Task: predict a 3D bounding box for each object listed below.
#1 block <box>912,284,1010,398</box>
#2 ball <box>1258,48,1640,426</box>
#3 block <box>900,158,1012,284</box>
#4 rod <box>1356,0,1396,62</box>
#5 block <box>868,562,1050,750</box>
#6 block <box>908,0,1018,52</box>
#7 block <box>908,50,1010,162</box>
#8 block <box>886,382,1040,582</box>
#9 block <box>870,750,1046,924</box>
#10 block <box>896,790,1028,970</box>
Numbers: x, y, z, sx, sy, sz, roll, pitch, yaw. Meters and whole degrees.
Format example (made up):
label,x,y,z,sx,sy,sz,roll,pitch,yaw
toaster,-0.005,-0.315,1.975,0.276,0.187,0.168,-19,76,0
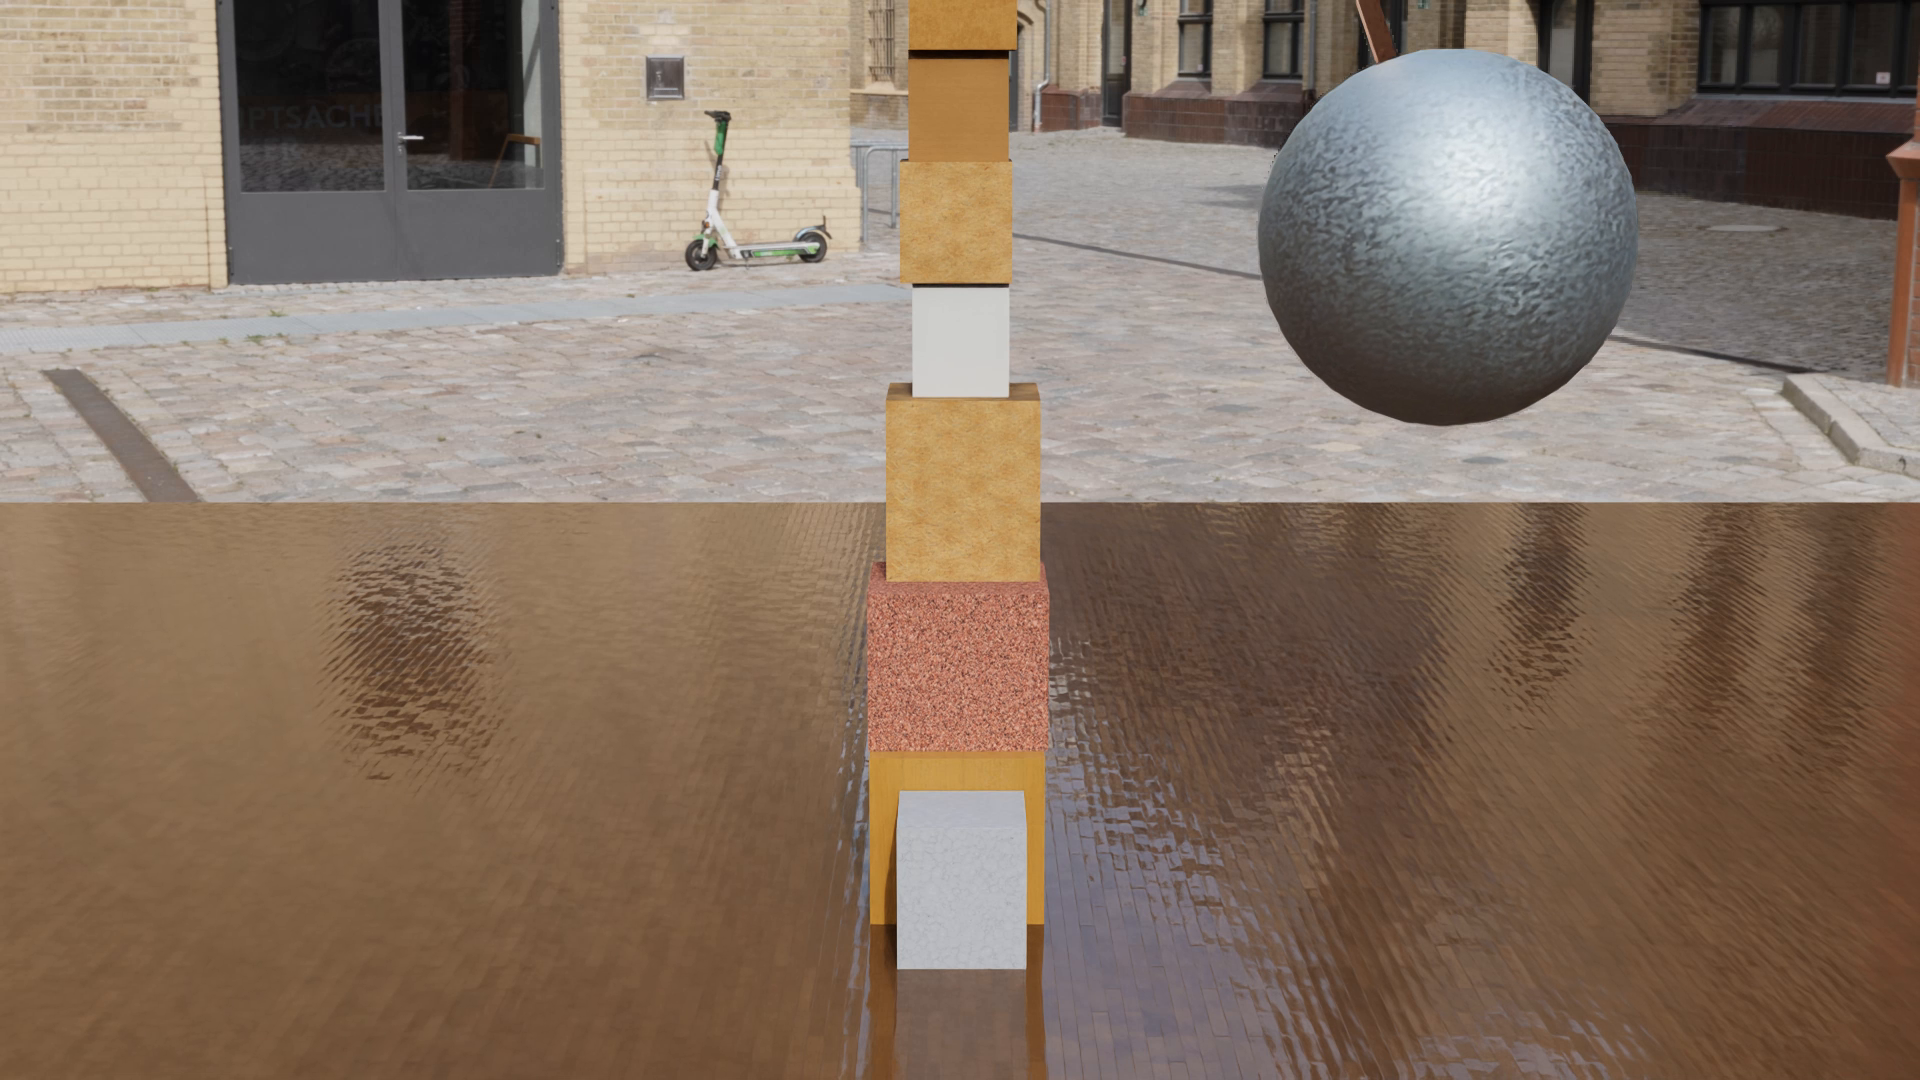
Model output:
label,x,y,z,sx,sy,sz,roll,pitch,yaw
block,0.003,-0.880,11.031,0.408,0.484,0.409,0,10,0
ball,2.074,-1.286,10.947,1.600,1.600,1.600,0,10,0
block,-0.016,-1.366,10.945,0.470,0.503,0.465,0,10,0
rod,0.899,-4.425,10.376,0.080,5.200,0.080,-20,10,4
block,-0.008,0.488,11.019,0.753,0.665,0.735,0,10,0
block,0.012,-2.294,10.782,0.446,0.465,0.497,0,10,0
block,-0.005,-1.839,10.862,0.418,0.458,0.400,0,10,0
block,0.014,-0.262,11.139,0.651,0.770,0.671,0,10,0
block,-0.012,1.197,10.982,0.727,0.715,0.644,0,10,0
block,0.007,1.371,10.403,0.513,0.580,0.537,0,10,0
